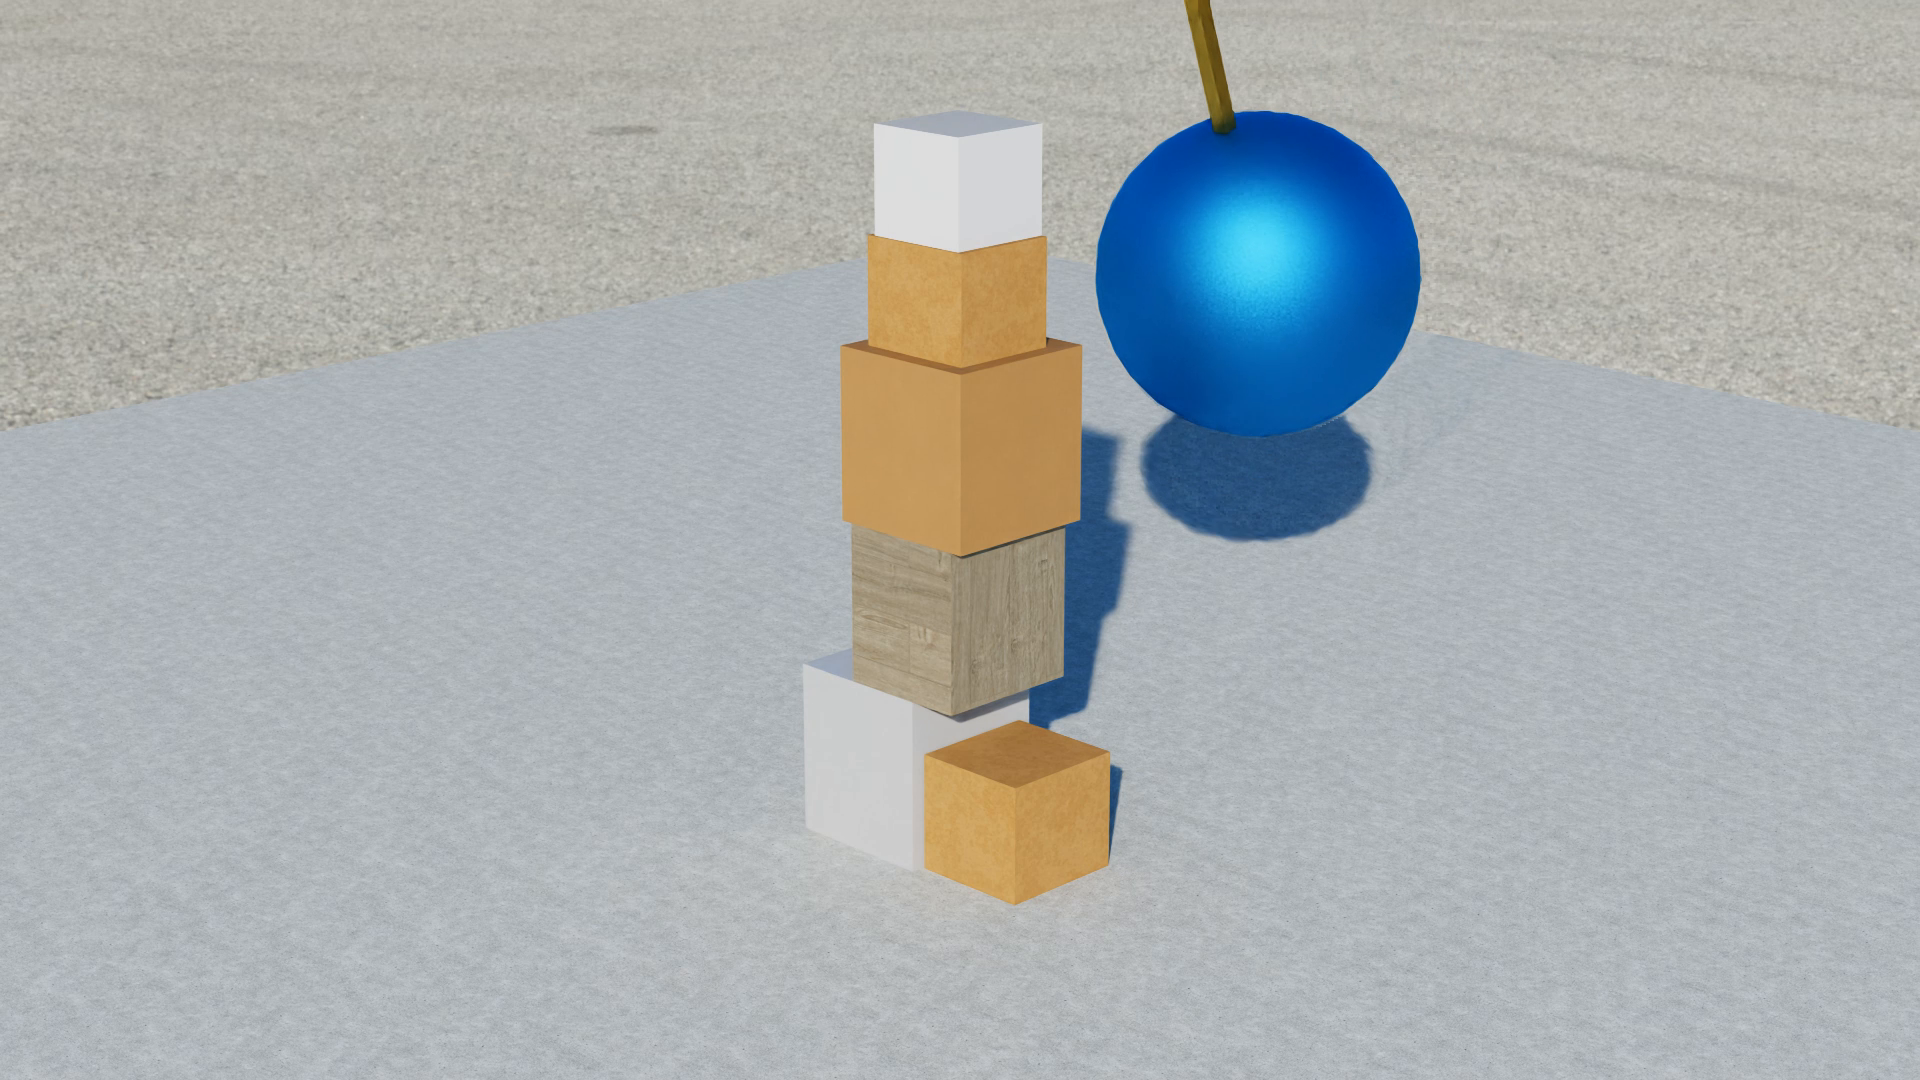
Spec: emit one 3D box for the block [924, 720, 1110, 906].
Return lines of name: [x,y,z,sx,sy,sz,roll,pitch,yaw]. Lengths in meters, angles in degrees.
block: [0.262,1.241,13.455,0.625,0.564,0.577,-17,24,-42]

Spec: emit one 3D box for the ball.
ball: [1.467,-1.310,14.468,1.600,1.600,1.600,0,17,0]

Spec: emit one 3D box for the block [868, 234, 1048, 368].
block: [-0.012,-1.101,12.983,0.534,0.500,0.585,-17,24,-42]

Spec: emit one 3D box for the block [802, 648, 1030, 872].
block: [-0.205,0.972,13.867,0.767,0.831,0.734,-17,24,-42]

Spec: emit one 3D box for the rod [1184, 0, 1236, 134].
rod: [0.636,-4.104,12.718,0.080,5.200,0.080,17,44,42]

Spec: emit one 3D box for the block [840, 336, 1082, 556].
block: [0.007,-0.479,13.198,0.769,0.816,0.758,-17,24,-42]

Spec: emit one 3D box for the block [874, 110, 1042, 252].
block: [-0.008,-1.577,12.838,0.519,0.495,0.519,-17,24,-42]

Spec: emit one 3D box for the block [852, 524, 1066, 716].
block: [-0.006,0.277,13.422,0.734,0.761,0.641,-17,24,-42]
